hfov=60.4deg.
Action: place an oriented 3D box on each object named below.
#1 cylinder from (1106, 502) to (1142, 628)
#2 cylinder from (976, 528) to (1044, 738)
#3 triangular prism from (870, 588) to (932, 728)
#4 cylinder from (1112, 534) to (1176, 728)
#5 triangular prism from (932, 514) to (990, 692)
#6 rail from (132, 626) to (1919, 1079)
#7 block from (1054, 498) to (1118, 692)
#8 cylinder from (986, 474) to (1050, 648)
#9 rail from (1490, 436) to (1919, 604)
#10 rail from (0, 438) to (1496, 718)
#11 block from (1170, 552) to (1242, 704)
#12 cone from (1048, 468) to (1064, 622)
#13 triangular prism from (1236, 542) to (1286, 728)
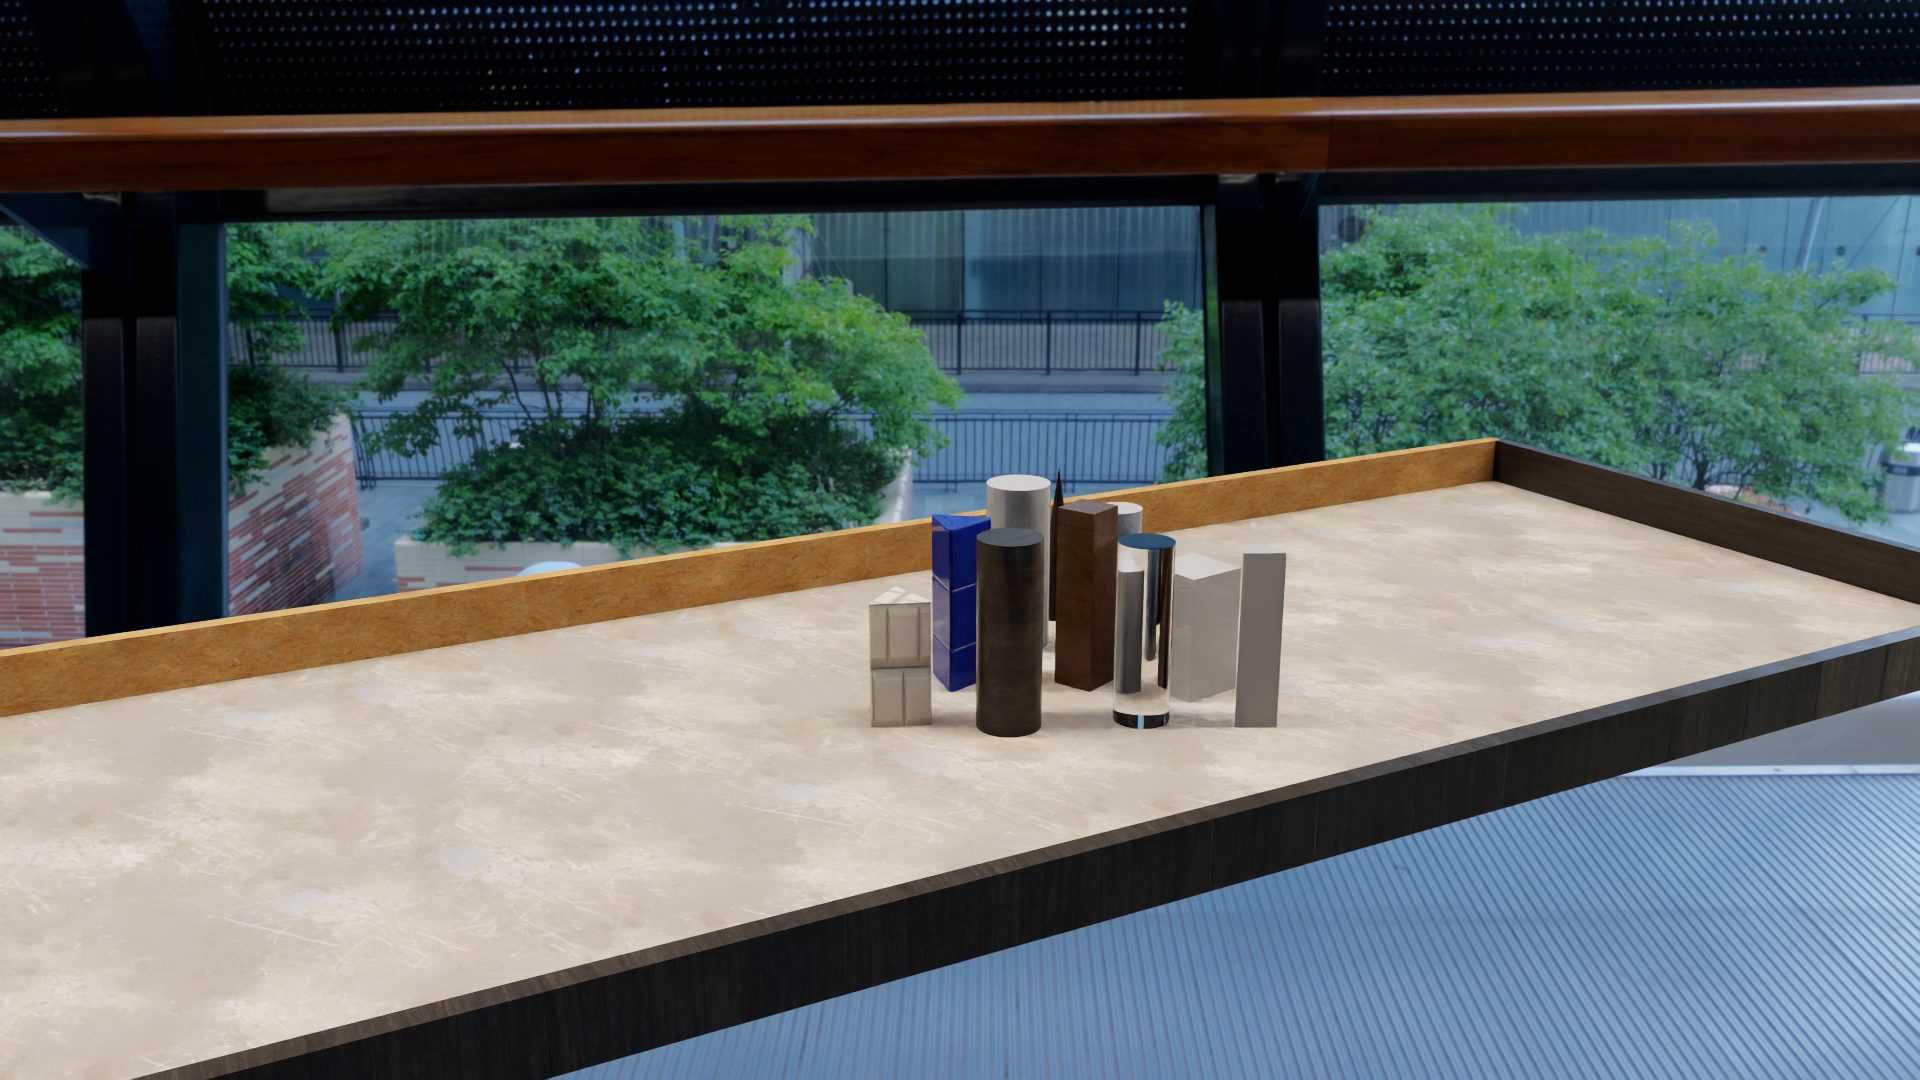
[{"bbox_3d":[0.415,0.100,4.335,0.118,0.383,0.118,0,16,0],"label":"cylinder"},{"bbox_3d":[0.114,0.213,3.813,0.154,0.460,0.154,0,16,0],"label":"cylinder"},{"bbox_3d":[-0.145,0.273,3.886,0.140,0.304,0.121,-2,16,-7],"label":"triangular prism"},{"bbox_3d":[0.430,0.213,3.855,0.134,0.438,0.134,0,16,0],"label":"cylinder"},{"bbox_3d":[-0.020,0.149,4.107,0.126,0.418,0.146,14,22,40],"label":"triangular prism"},{"bbox_3d":[-2.336,1.006,1.665,12.000,0.150,0.050,-9,18,-27],"label":"rail"},{"bbox_3d":[0.312,0.137,4.083,0.106,0.455,0.106,12,20,36],"label":"block"},{"bbox_3d":[0.153,0.062,4.364,0.169,0.441,0.169,0,16,0],"label":"cylinder"},{"bbox_3d":[2.466,-0.048,5.253,0.050,0.150,2.100,-9,18,-27],"label":"rail"},{"bbox_3d":[-3.305,0.497,3.399,12.000,0.150,0.050,-9,18,-27],"label":"rail"},{"bbox_3d":[0.572,0.214,4.071,0.160,0.314,0.160,-12,20,-35],"label":"block"},{"bbox_3d":[0.272,0.004,4.582,0.121,0.428,0.121,0,16,0],"label":"cone"},{"bbox_3d":[0.693,0.222,3.845,0.097,0.426,0.084,0,16,-1],"label":"triangular prism"}]
